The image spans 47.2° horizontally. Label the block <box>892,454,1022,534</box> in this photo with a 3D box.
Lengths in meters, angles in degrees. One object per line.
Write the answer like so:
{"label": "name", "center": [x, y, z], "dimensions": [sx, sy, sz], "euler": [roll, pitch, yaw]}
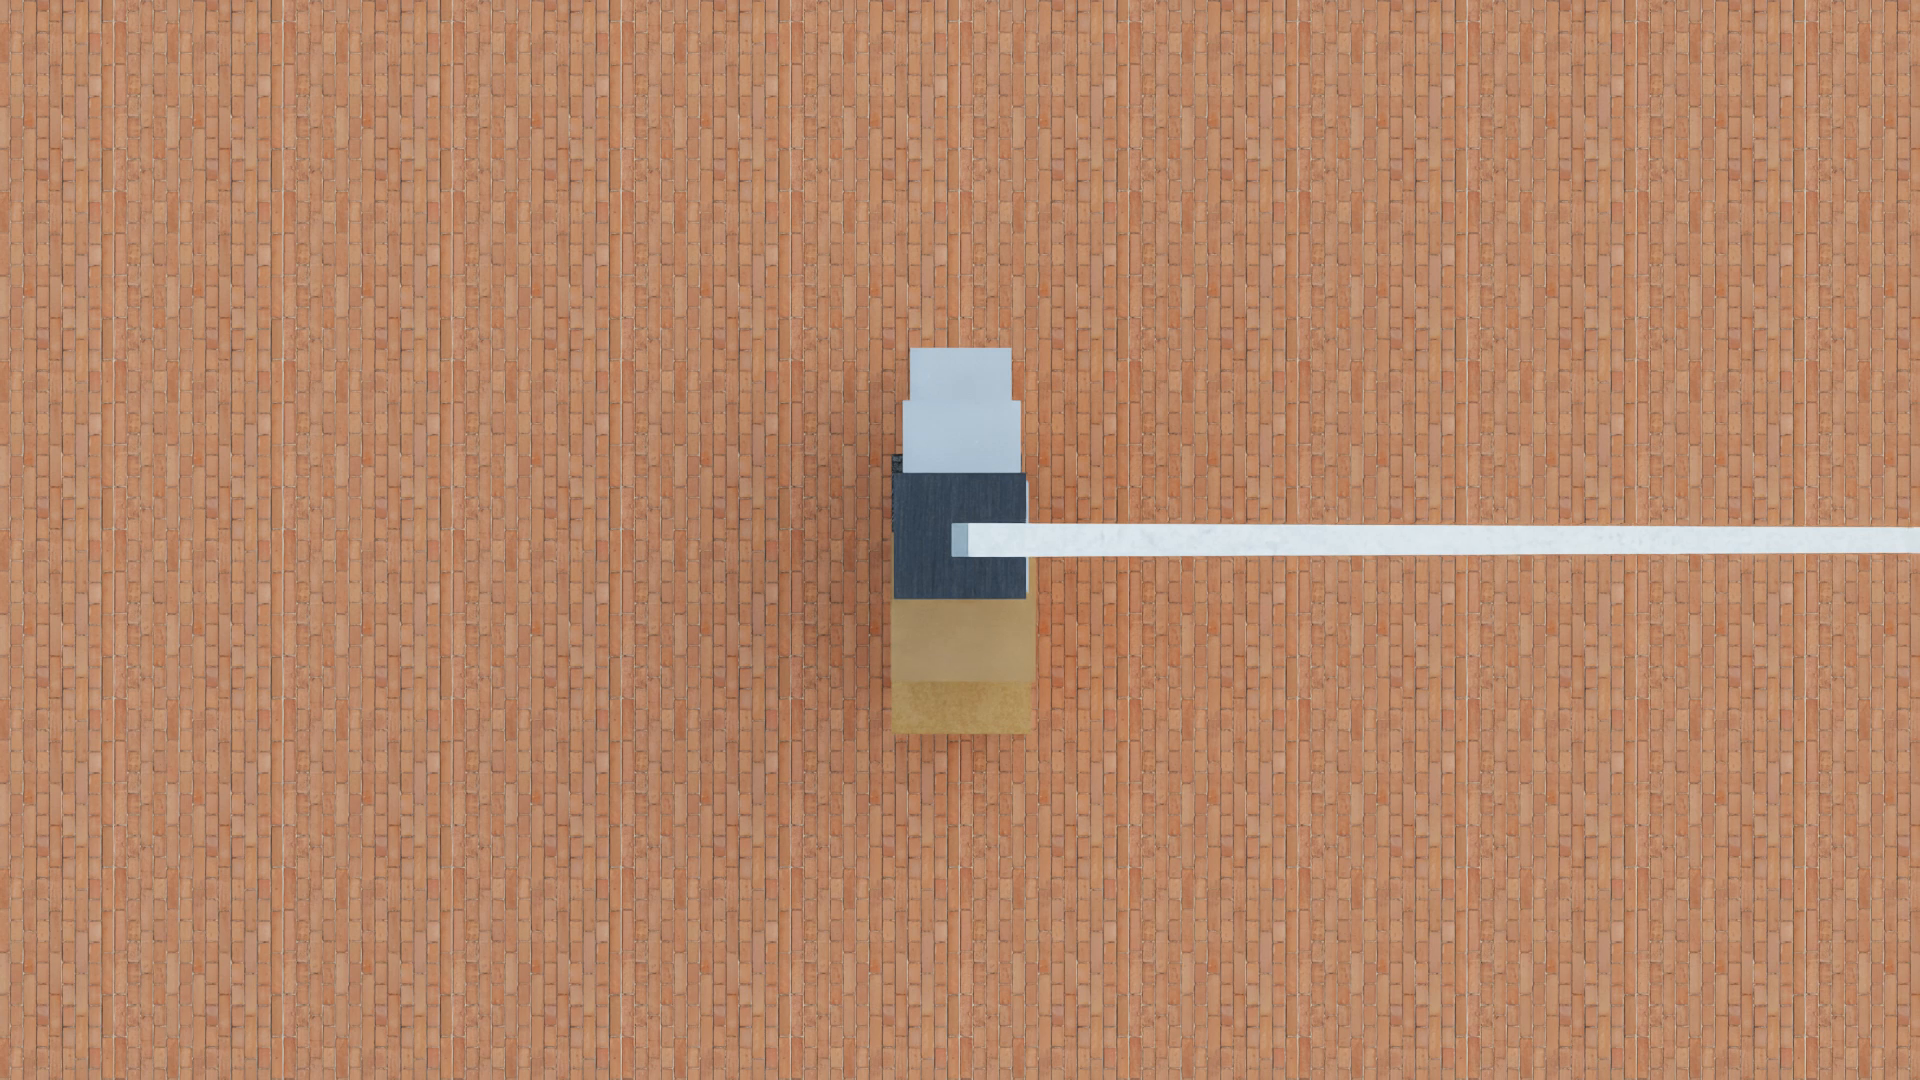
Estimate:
{"label": "block", "center": [-0.018, -0.091, 12.624], "dimensions": [0.729, 0.752, 0.776], "euler": [0, 90, 0]}

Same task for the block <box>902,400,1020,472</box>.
{"label": "block", "center": [0.010, -0.386, 11.956], "dimensions": [0.625, 0.584, 0.706], "euler": [0, 90, 0]}

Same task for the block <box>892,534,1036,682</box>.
{"label": "block", "center": [0.017, 0.354, 11.779], "dimensions": [0.746, 0.795, 0.762], "euler": [0, 89, 0]}

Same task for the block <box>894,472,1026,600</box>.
{"label": "block", "center": [0.000, -0.016, 10.511], "dimensions": [0.613, 0.701, 0.585], "euler": [0, 89, 0]}

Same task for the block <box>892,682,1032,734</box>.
{"label": "block", "center": [0.007, 0.690, 12.588], "dimensions": [0.774, 0.823, 0.768], "euler": [0, 90, 0]}

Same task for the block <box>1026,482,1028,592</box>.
{"label": "block", "center": [0.016, -0.010, 11.123], "dimensions": [0.646, 0.523, 0.546], "euler": [0, 89, 0]}

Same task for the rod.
{"label": "rod", "center": [2.234, 0.000, 6.625], "dimensions": [5.200, 0.080, 0.080], "euler": [0, 90, -31]}

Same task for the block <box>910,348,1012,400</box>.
{"label": "block", "center": [0.004, -0.782, 12.648], "dimensions": [0.563, 0.705, 0.585], "euler": [0, 90, 0]}
